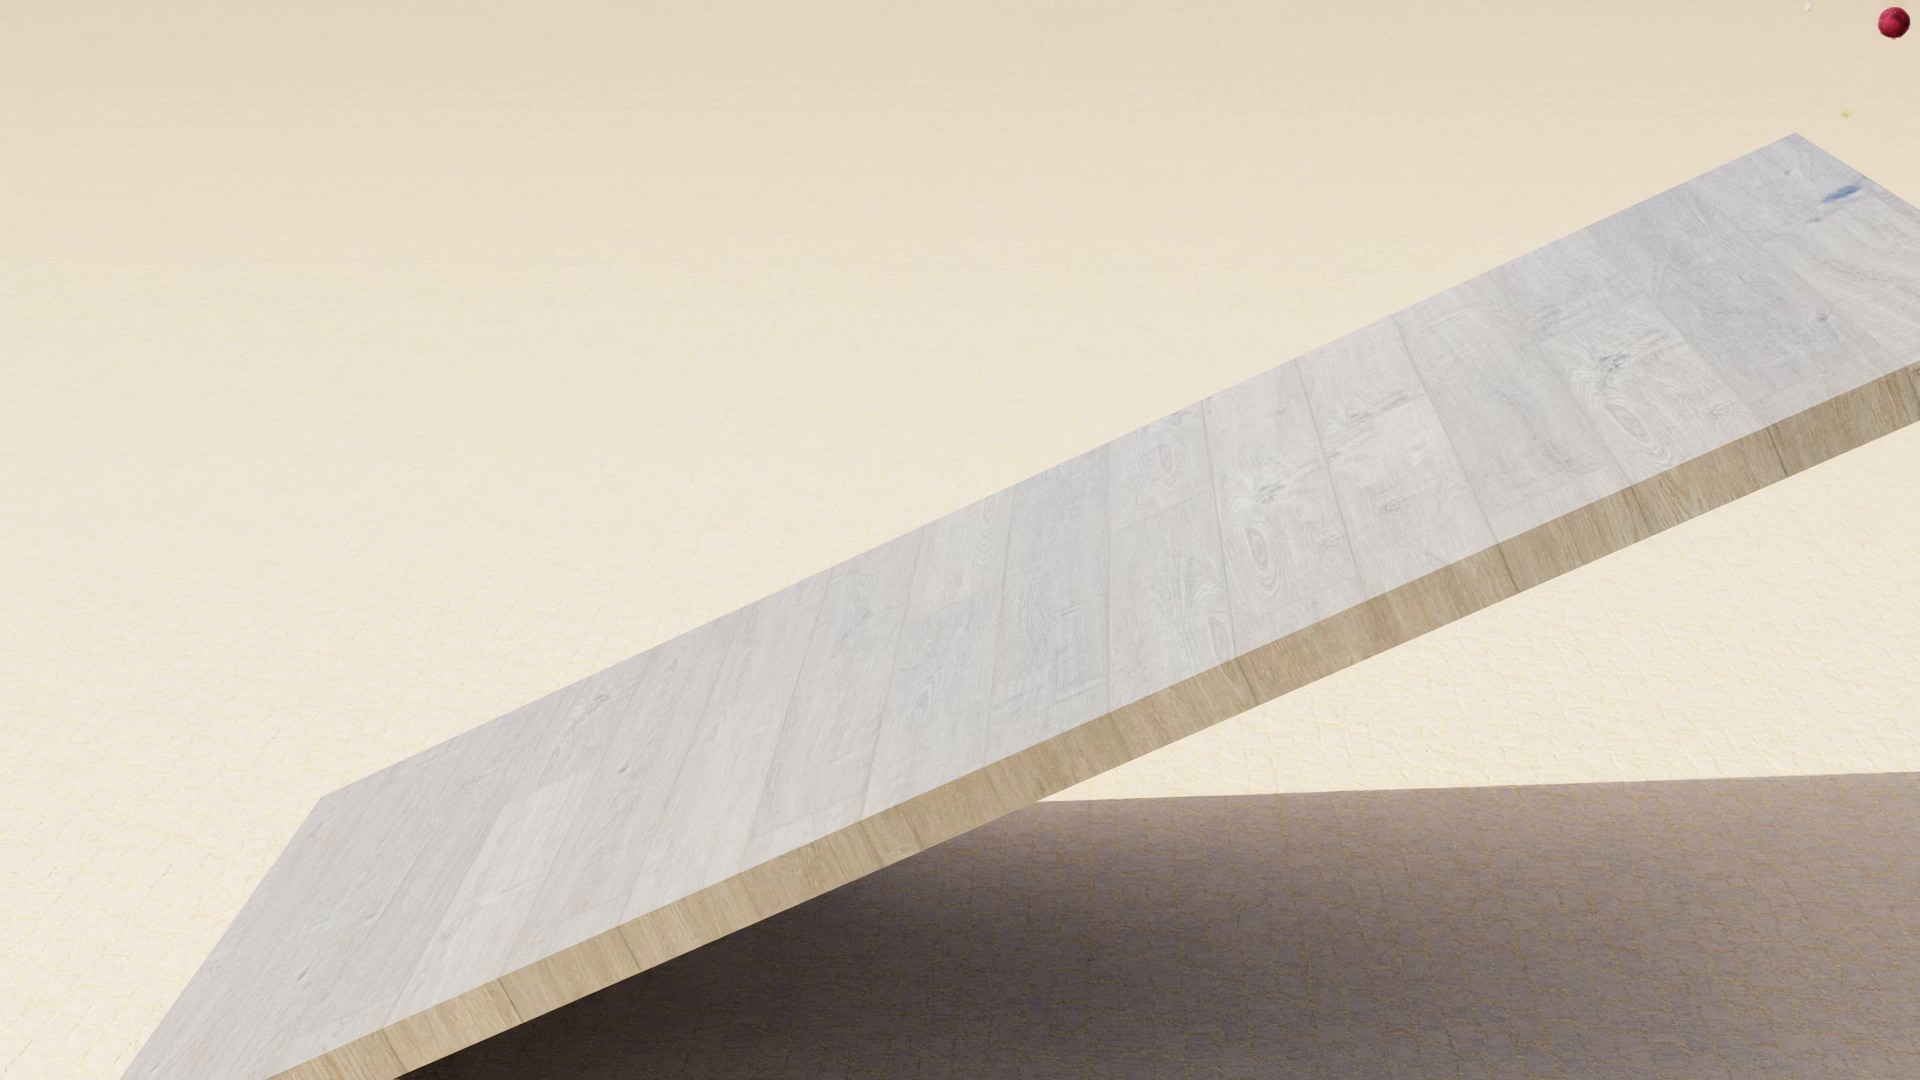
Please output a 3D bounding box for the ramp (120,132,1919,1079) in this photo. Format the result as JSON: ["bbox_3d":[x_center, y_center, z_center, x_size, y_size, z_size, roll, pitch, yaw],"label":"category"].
[{"bbox_3d":[0.136,0.169,6.282,4.000,0.100,2.000,-24,13,9],"label":"ramp"}]
